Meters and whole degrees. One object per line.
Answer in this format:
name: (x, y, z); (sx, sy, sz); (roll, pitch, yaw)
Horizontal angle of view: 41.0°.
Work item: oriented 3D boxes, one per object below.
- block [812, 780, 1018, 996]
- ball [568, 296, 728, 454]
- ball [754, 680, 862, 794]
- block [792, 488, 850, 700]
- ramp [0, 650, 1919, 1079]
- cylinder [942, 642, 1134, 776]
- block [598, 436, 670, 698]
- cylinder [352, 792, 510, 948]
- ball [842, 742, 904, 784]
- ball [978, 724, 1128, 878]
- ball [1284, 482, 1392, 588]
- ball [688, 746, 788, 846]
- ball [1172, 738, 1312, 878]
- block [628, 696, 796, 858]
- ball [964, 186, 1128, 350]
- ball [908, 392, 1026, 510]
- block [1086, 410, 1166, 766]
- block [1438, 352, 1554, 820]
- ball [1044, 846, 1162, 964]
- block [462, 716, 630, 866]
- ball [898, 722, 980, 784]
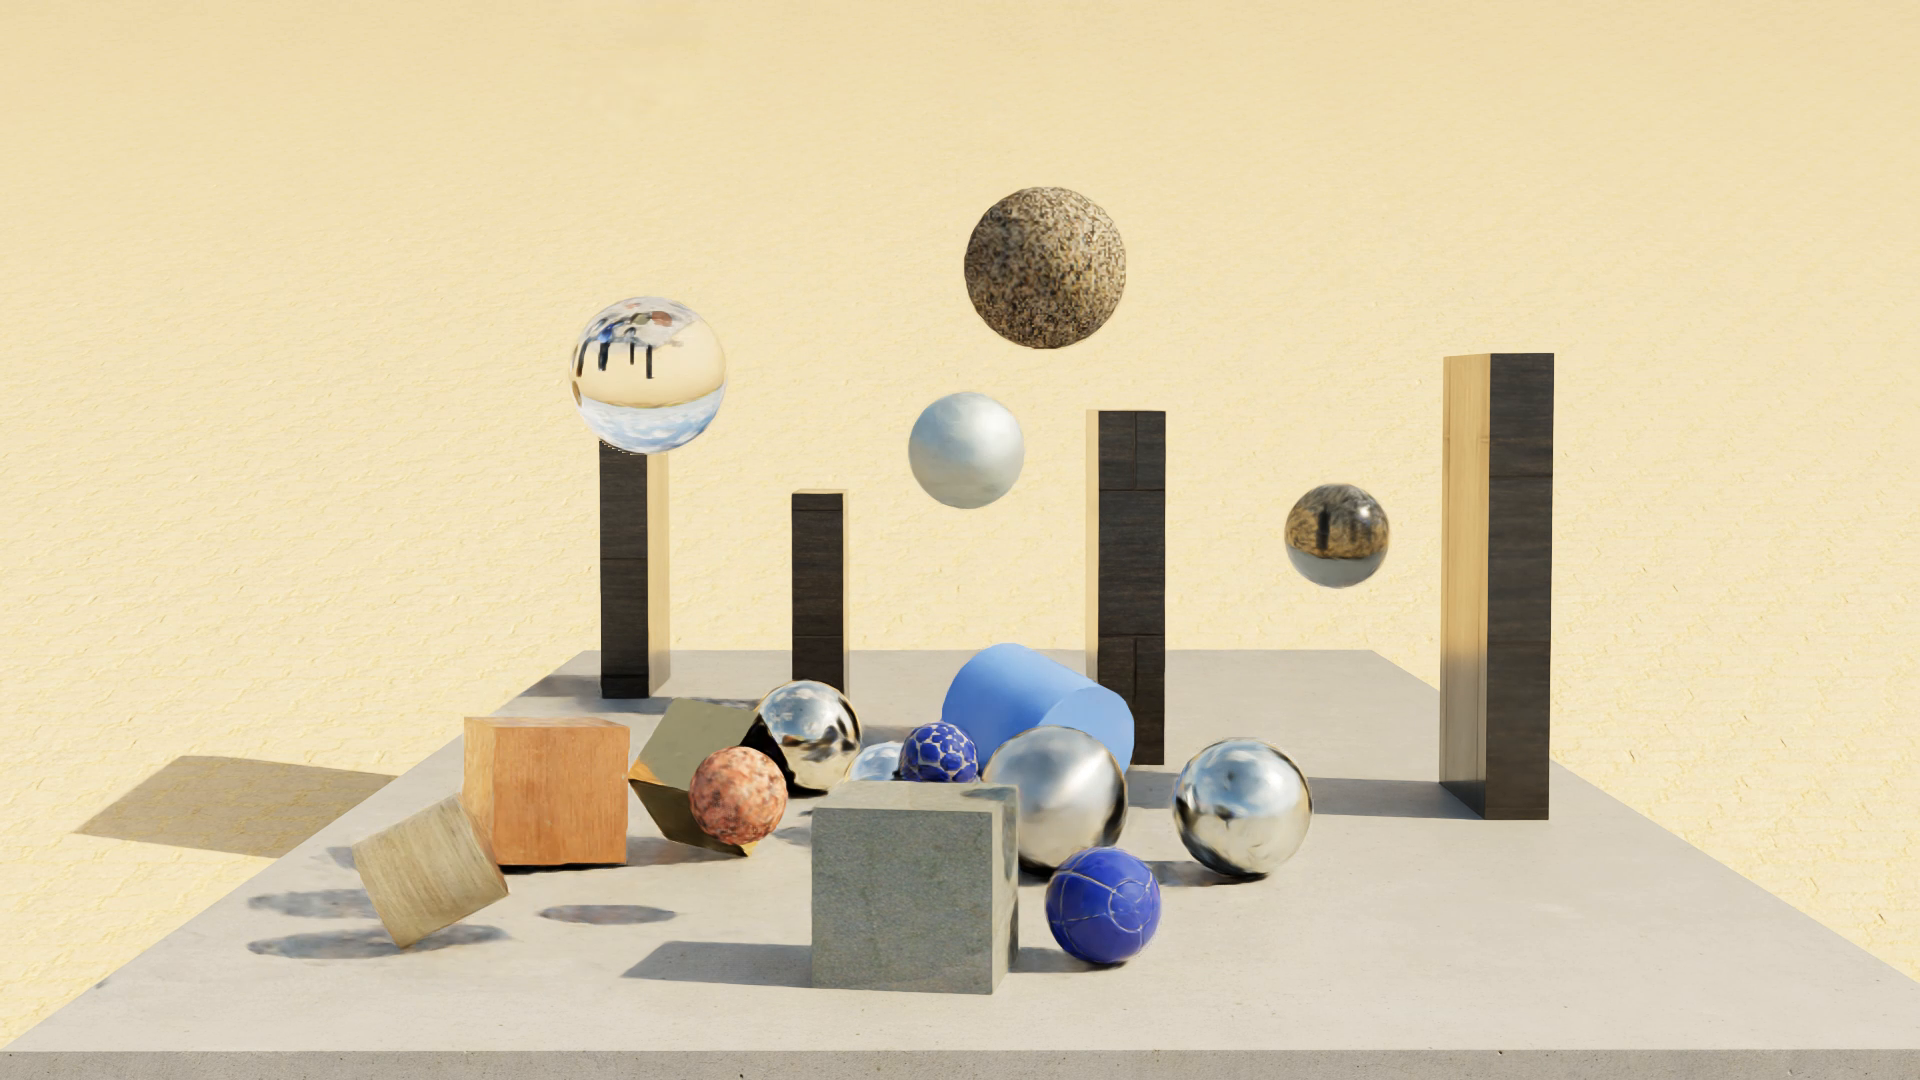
block: (-0.047, 0.384, 2.873); (0.199, 0.199, 0.199); (0, 3, 9)
ball: (-0.319, -0.169, 2.632); (0.162, 0.162, 0.162); (0, 21, 0)
ball: (-0.252, 0.319, 4.162); (0.186, 0.186, 0.186); (0, 21, 0)
block: (-0.285, 0.124, 5.271); (0.104, 0.450, 0.277); (0, 3, 0)
ramp: (0.049, 0.441, 4.532); (2.000, 0.100, 4.000); (0, 3, 0)
cylinder: (0.116, 0.286, 3.869); (0.208, 0.208, 0.208); (-15, 25, -33)
block: (-0.716, -0.067, 5.670); (0.102, 0.787, 0.416); (0, 3, 0)
cylinder: (-0.617, 0.385, 2.997); (0.135, 0.135, 0.135); (-26, 26, -8)
ball: (-0.103, 0.365, 3.760); (0.139, 0.139, 0.139); (0, 21, 0)
ball: (0.124, 0.350, 3.443); (0.204, 0.204, 0.204); (0, 21, 0)
ball: (0.408, -0.005, 2.777); (0.115, 0.115, 0.115); (0, 21, 0)
ball: (-0.272, 0.313, 3.151); (0.121, 0.121, 0.121); (0, 21, 0)
ball: (0.378, 0.358, 3.445); (0.186, 0.186, 0.186); (0, 21, 0)
block: (-0.348, 0.333, 3.611); (0.146, 0.146, 0.146); (8, 52, 31)
ball: (0.100, -0.320, 3.019); (0.191, 0.191, 0.191); (0, 21, 0)
ball: (0.007, -0.101, 2.901); (0.133, 0.133, 0.133); (0, 21, 0)
block: (0.298, 0.073, 4.678); (0.117, 0.618, 0.433); (0, 3, 0)
block: (0.845, 0.062, 4.068); (0.097, 0.708, 0.374); (0, 3, 0)
ball: (0.162, 0.414, 2.915); (0.134, 0.134, 0.134); (0, 21, 0)
block: (-0.576, 0.344, 3.559); (0.185, 0.185, 0.185); (1, 0, -24)
ball: (-0.030, 0.316, 3.668); (0.115, 0.115, 0.115); (0, 21, 0)
